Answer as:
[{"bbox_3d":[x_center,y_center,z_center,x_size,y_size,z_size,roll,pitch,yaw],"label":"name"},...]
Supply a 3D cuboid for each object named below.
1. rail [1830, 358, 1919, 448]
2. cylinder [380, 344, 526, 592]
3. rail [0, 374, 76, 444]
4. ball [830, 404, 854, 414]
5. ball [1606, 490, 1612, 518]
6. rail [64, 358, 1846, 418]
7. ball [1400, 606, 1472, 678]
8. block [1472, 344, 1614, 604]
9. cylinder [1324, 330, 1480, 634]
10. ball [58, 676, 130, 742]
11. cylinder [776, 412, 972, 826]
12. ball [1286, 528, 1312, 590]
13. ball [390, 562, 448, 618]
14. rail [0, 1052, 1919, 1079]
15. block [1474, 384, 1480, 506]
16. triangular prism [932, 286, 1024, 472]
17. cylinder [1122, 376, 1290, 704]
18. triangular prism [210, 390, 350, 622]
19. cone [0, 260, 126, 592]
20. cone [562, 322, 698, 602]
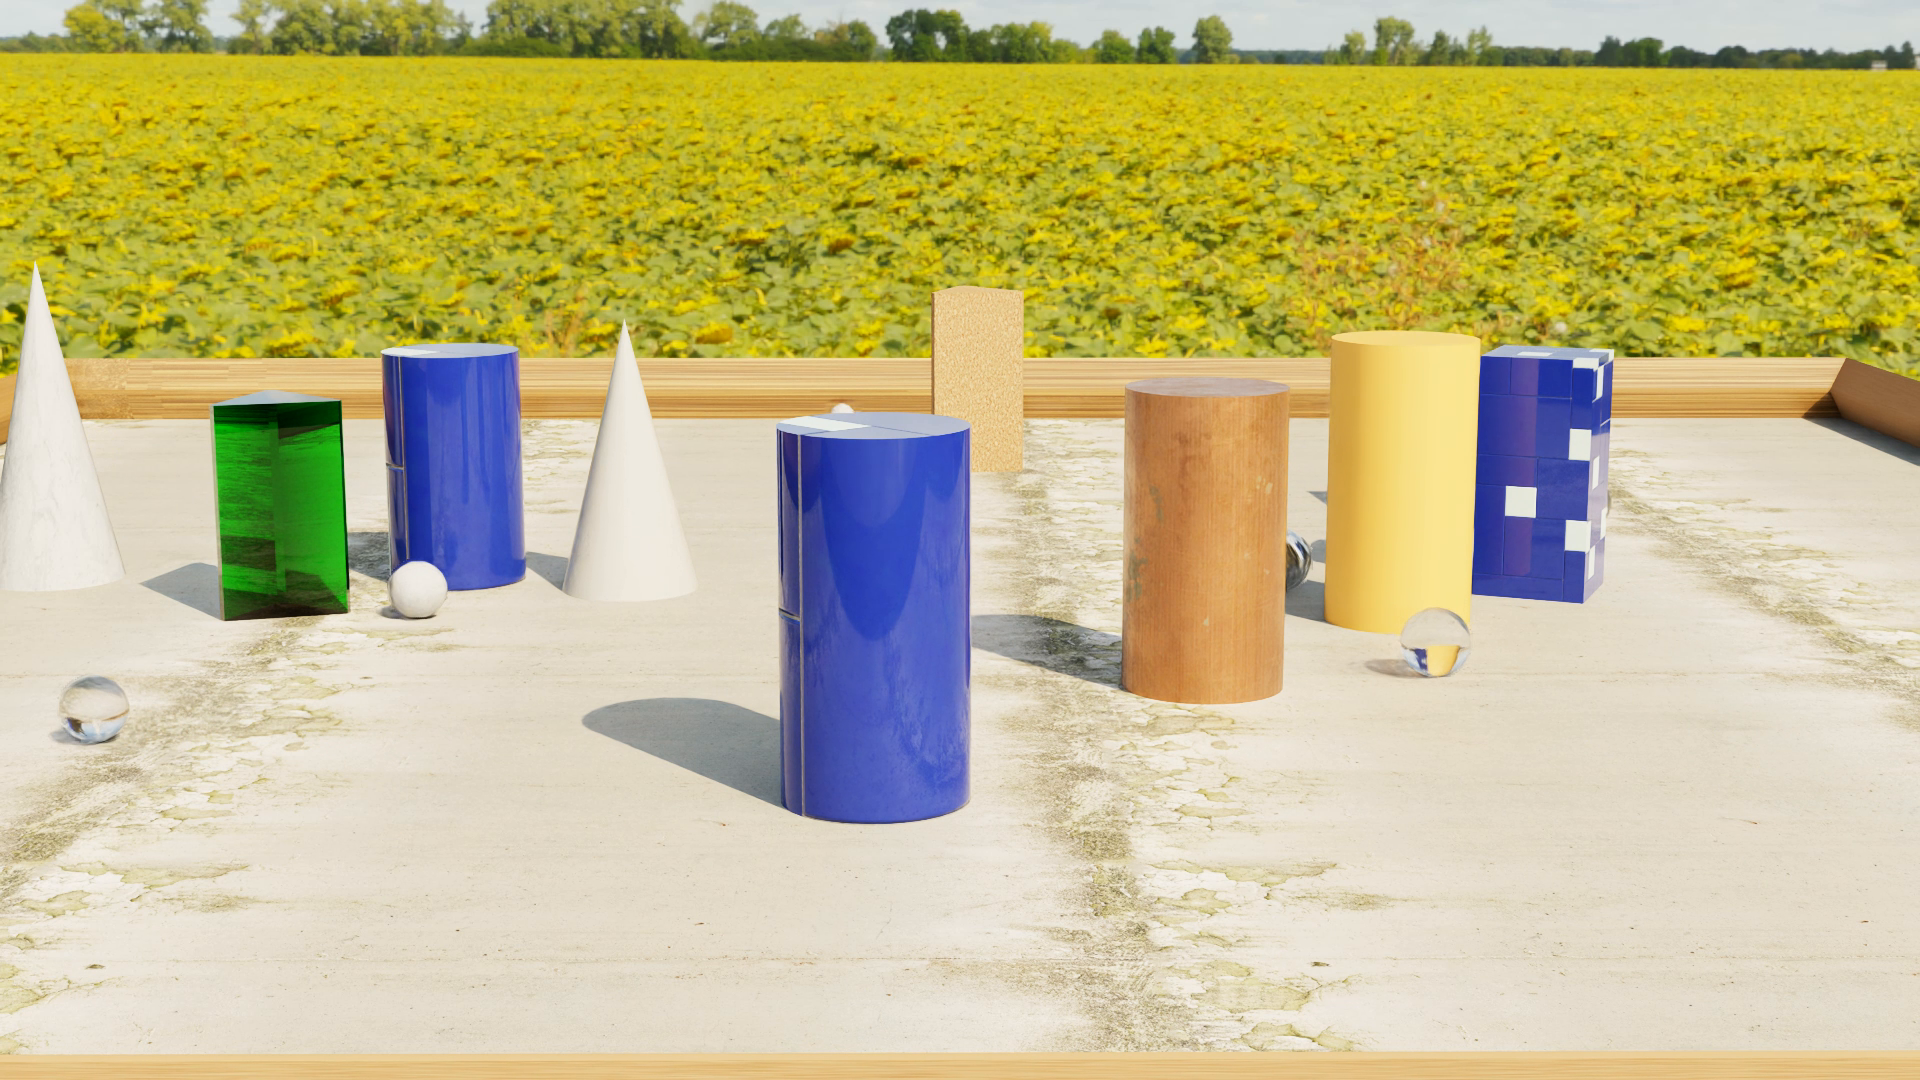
[{"bbox_3d":[1.823,0.030,3.460,0.045,0.124,3.784,0,11,0],"label":"rail"},{"bbox_3d":[-0.717,-0.106,3.638,0.191,0.328,0.191,0,11,0],"label":"cylinder"},{"bbox_3d":[-1.823,0.034,3.439,0.045,0.124,3.784,0,11,0],"label":"rail"},{"bbox_3d":[-0.238,-0.252,5.189,0.048,0.048,0.048,0,11,0],"label":"ball"},{"bbox_3d":[0.973,-0.060,4.025,0.096,0.096,0.096,0,11,0],"label":"ball"},{"bbox_3d":[-0.011,-0.310,5.286,3.693,0.124,0.045,0,11,0],"label":"rail"},{"bbox_3d":[0.571,0.122,3.078,0.084,0.084,0.084,0,11,0],"label":"ball"},{"bbox_3d":[0.811,-0.095,3.567,0.153,0.332,0.153,5,11,23],"label":"block"},{"bbox_3d":[0.579,-0.079,3.369,0.191,0.373,0.191,0,11,0],"label":"cylinder"},{"bbox_3d":[-0.939,0.183,2.783,0.072,0.072,0.072,0,11,0],"label":"ball"},{"bbox_3d":[-0.084,0.073,2.540,0.191,0.378,0.191,0,11,0],"label":"cylinder"},{"bbox_3d":[0.446,0.027,3.576,0.089,0.089,0.089,0,11,0],"label":"ball"},{"bbox_3d":[-0.719,0.066,3.404,0.076,0.076,0.076,0,11,0],"label":"ball"},{"bbox_3d":[0.011,0.374,1.612,3.693,0.124,0.045,0,11,0],"label":"rail"},{"bbox_3d":[0.842,-0.155,4.121,0.153,0.248,0.153,-1,11,-6],"label":"block"},{"bbox_3d":[0.019,-0.295,4.664,0.166,0.324,0.143,-2,11,-10],"label":"triangular prism"},{"bbox_3d":[0.287,-0.003,3.010,0.191,0.356,0.191,0,11,0],"label":"cylinder"},{"bbox_3d":[-0.918,-0.051,3.456,0.166,0.287,0.143,-3,11,-18],"label":"triangular prism"},{"bbox_3d":[-1.295,-0.169,3.634,0.191,0.454,0.191,0,11,0],"label":"cone"},{"bbox_3d":[-0.463,-0.119,3.571,0.191,0.379,0.191,0,11,0],"label":"cone"}]
